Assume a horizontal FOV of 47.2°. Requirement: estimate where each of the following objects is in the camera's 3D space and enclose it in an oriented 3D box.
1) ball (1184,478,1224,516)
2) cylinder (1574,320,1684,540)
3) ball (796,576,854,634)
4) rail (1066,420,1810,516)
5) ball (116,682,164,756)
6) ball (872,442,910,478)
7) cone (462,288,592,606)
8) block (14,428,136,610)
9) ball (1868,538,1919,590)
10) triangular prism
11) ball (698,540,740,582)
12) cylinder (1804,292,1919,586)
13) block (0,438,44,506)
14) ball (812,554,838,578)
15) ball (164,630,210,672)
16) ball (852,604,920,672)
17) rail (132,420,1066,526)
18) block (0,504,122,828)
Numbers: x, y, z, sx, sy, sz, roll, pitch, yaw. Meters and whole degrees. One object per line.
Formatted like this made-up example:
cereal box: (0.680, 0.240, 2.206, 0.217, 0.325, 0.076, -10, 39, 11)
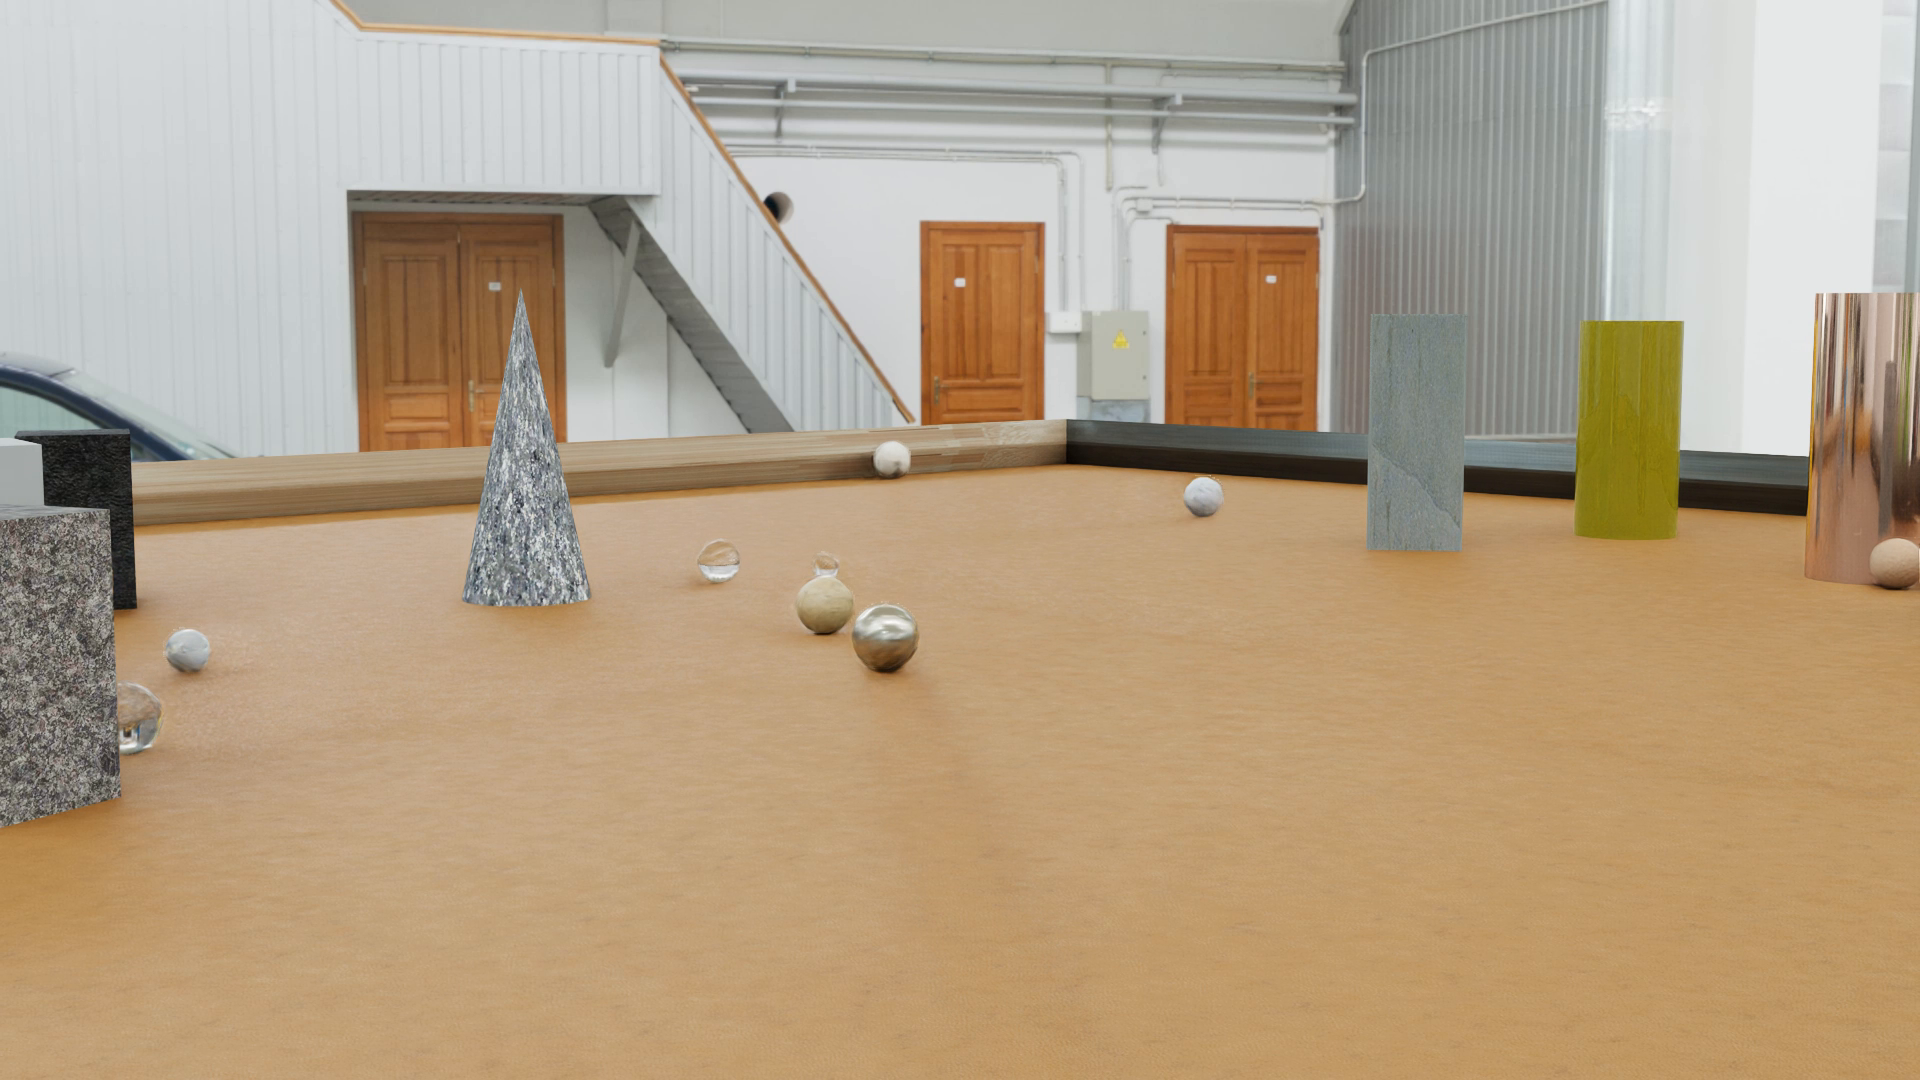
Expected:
ball: (0.528, -0.093, 4.760, 0.085, 0.085, 0.085, 0, 6, 0)
cylinder: (1.324, -0.221, 4.357, 0.198, 0.425, 0.198, 0, 6, 0)
ball: (-0.187, 0.090, 3.038, 0.079, 0.079, 0.079, 0, 6, 0)
rail: (1.699, -0.129, 4.891, 0.045, 0.129, 4.146, -5, 8, -42)
ball: (-0.839, 0.179, 2.208, 0.074, 0.074, 0.074, 0, 6, 0)
ball: (-0.182, -0.213, 5.844, 0.099, 0.099, 0.099, 0, 6, 0)
cone: (-0.673, -0.149, 3.393, 0.198, 0.481, 0.198, 0, 6, 0)
block: (-1.335, -0.032, 3.325, 0.158, 0.262, 0.158, -2, 6, -21)
ball: (1.500, 0.038, 3.525, 0.082, 0.082, 0.082, 0, 6, 0)
triangular prism: (0.856, -0.206, 4.148, 0.171, 0.438, 0.148, 1, 6, 8)
ball: (-0.396, 0.036, 3.610, 0.069, 0.069, 0.069, 0, 6, 0)
cylinder: (1.514, -0.171, 3.643, 0.198, 0.473, 0.198, 0, 6, 0)
block: (-1.123, 0.041, 2.460, 0.158, 0.297, 0.158, -4, 7, -35)
ball: (-0.223, 0.045, 3.642, 0.044, 0.044, 0.044, 0, 6, 0)
ball: (-0.954, 0.137, 2.716, 0.053, 0.053, 0.053, 0, 6, 0)
ball: (-0.092, 0.121, 2.722, 0.083, 0.083, 0.083, 0, 6, 0)
rail: (-1.390, -0.123, 4.830, 4.670, 0.129, 0.045, -5, 8, -42)
block: (-0.876, 0.108, 1.969, 0.158, 0.265, 0.158, 3, 7, 26)
